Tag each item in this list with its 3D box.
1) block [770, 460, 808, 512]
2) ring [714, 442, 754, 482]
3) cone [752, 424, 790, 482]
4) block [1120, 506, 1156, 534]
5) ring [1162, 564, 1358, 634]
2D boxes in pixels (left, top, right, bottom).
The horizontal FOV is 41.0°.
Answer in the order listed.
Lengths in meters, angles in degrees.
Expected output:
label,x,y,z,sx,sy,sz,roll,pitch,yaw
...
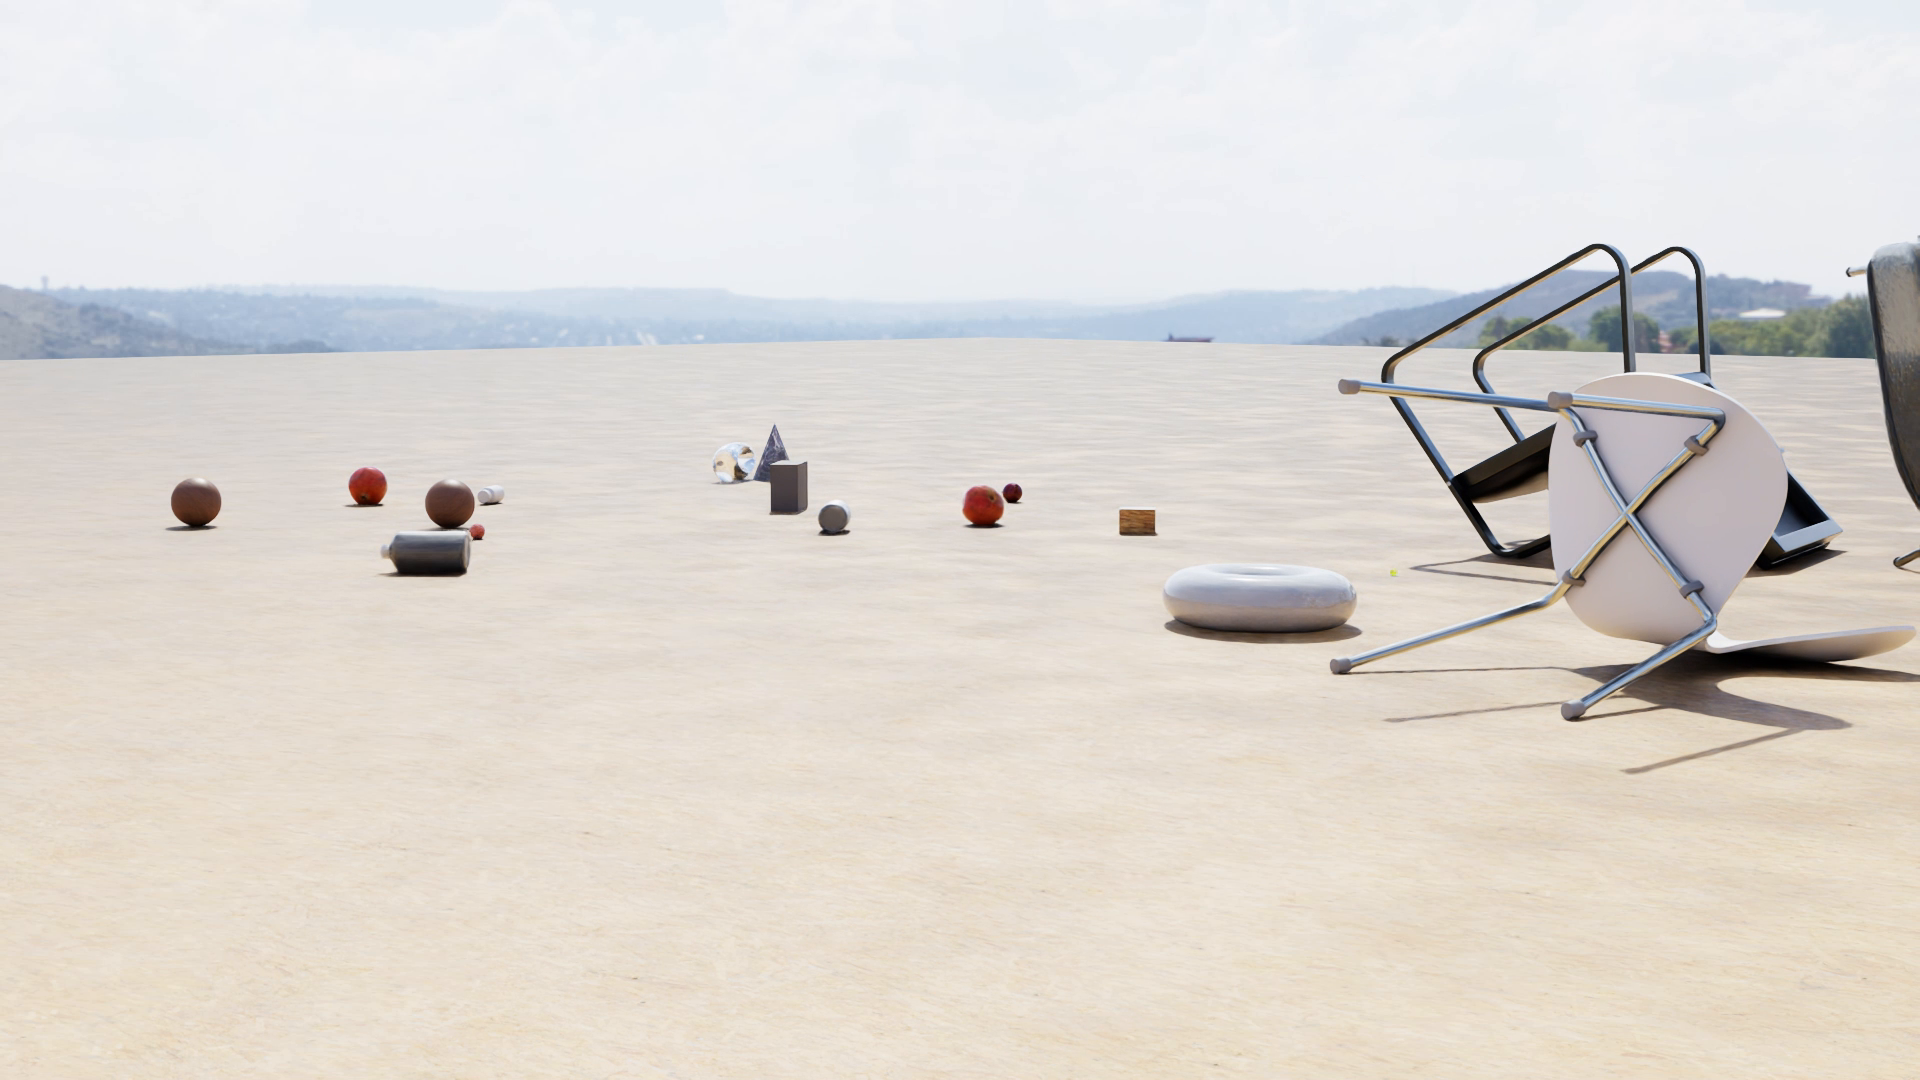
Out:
label,x,y,z,sx,sy,sz,roll,pitch,yaw
block,-0.483,-0.153,7.260,0.078,0.131,0.154,1,6,7
ring,-0.728,-0.251,8.268,0.085,0.123,0.240,-13,8,17
cone,-0.600,-0.288,8.305,0.133,0.185,0.157,5,8,40
block,0.456,-0.050,6.590,0.092,0.063,0.064,1,6,6
ring,0.565,0.109,4.847,0.353,0.106,0.387,-3,6,-35
